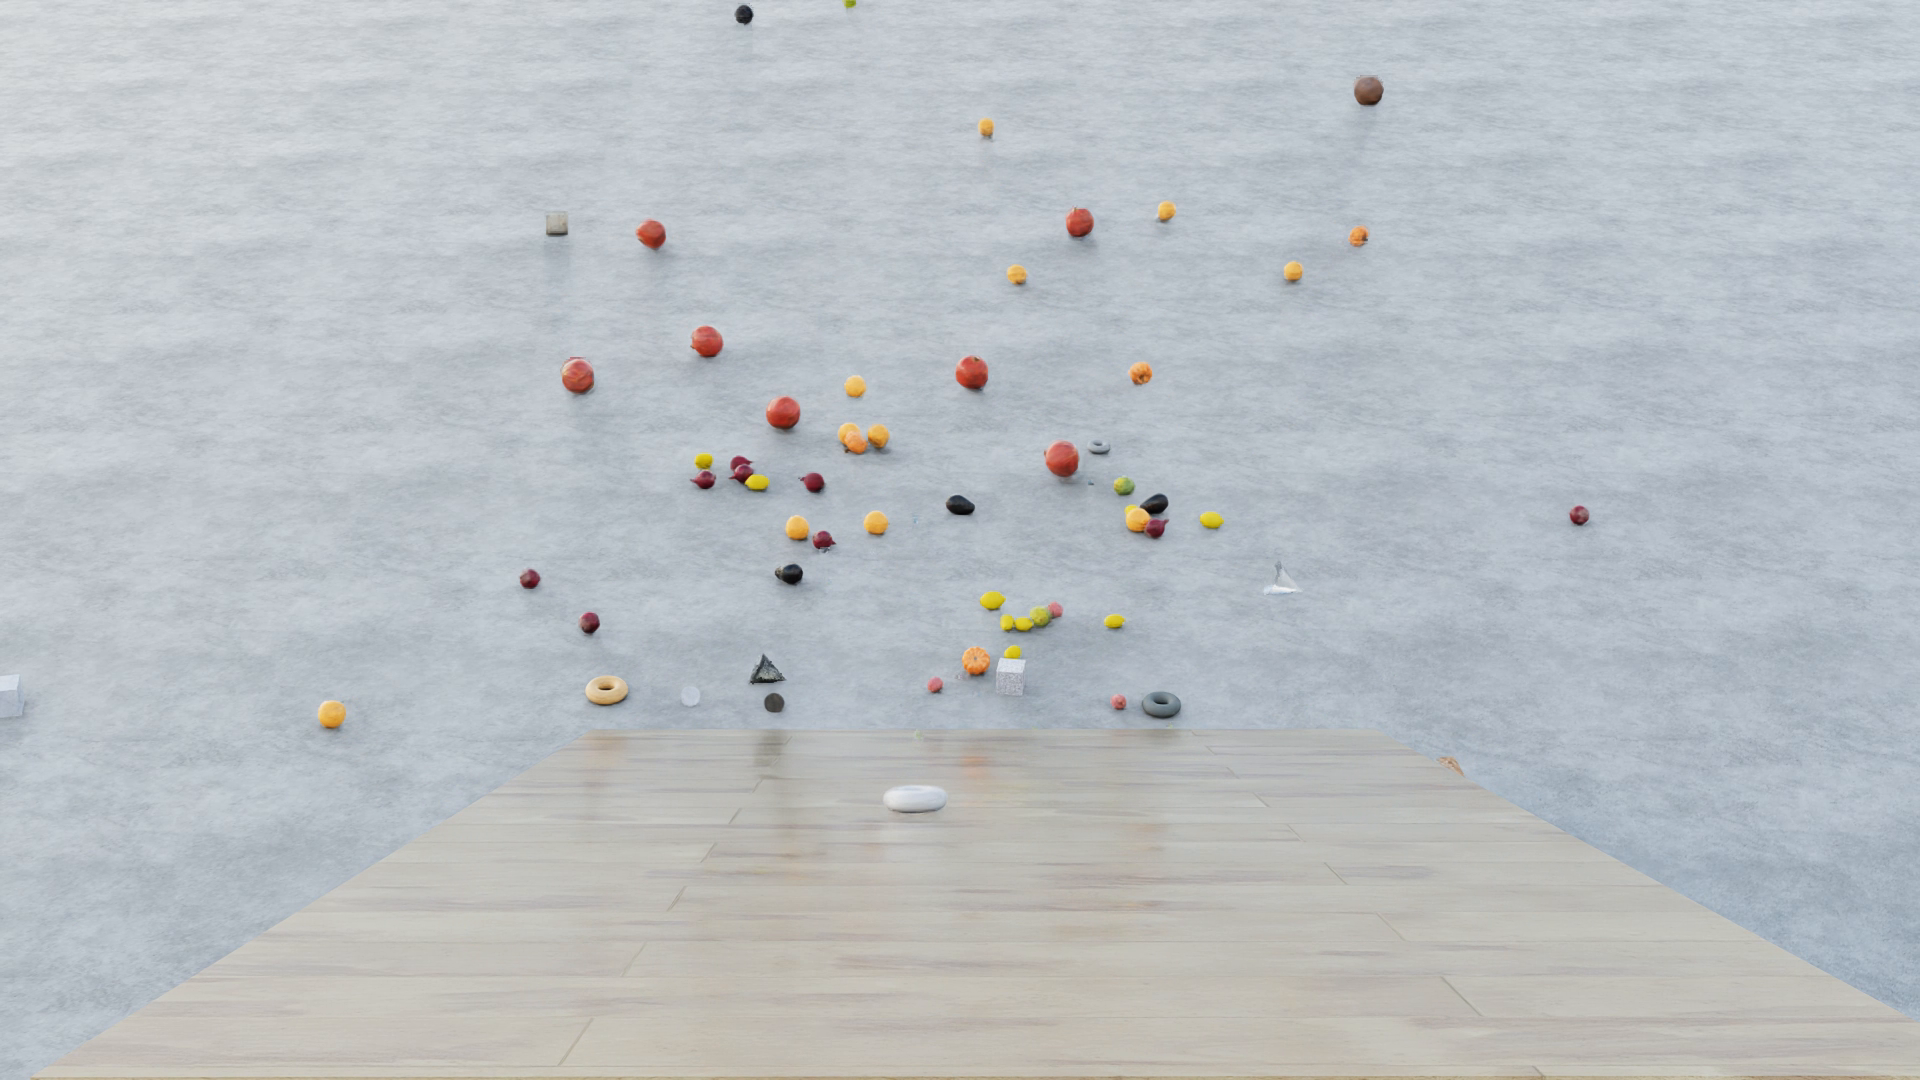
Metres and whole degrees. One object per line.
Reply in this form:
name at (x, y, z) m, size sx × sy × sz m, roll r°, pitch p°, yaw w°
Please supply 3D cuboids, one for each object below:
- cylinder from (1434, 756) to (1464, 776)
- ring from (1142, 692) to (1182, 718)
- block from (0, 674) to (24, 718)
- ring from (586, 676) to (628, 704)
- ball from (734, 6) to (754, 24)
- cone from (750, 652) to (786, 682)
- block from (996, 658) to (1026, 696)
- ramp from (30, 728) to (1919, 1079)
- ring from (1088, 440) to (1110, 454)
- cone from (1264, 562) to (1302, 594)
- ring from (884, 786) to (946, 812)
cylinder at (1.210, 0.606, 6.425) m, size 0.095 × 0.095 × 0.095 m, roll -8°, pitch 50°, yaw -15°
ring at (0.534, 0.436, 6.845) m, size 0.104 × 0.035 × 0.104 m, roll 1°, pitch 27°, yaw -1°
block at (-2.528, 0.414, 6.837) m, size 0.080 × 0.080 × 0.080 m, roll -6°, pitch 28°, yaw -11°
ring at (-0.945, 0.401, 6.907) m, size 0.114 × 0.038 × 0.114 m, roll 1°, pitch 29°, yaw 0°
ball at (-1.041, -2.532, 12.450) m, size 0.090 × 0.090 × 0.090 m, roll 0°, pitch 28°, yaw 0°
cone at (-0.510, 0.361, 6.982) m, size 0.090 × 0.090 × 0.090 m, roll 24°, pitch 25°, yaw -11°
block at (0.137, 0.367, 6.937) m, size 0.070 × 0.070 × 0.070 m, roll 4°, pitch 28°, yaw 7°
ramp at (0.062, 0.562, 4.600) m, size 2.000 × 0.100 × 4.000 m, roll 0°, pitch 1°, yaw 0°
ring at (0.444, -0.299, 8.258) m, size 0.077 × 0.026 × 0.077 m, roll 1°, pitch 27°, yaw -1°
cone at (0.941, 0.128, 7.422) m, size 0.100 × 0.100 × 0.100 m, roll 24°, pitch 25°, yaw -12°
ring at (-0.085, 0.488, 4.868) m, size 0.121 × 0.040 × 0.121 m, roll -1°, pitch 2°, yaw 0°
